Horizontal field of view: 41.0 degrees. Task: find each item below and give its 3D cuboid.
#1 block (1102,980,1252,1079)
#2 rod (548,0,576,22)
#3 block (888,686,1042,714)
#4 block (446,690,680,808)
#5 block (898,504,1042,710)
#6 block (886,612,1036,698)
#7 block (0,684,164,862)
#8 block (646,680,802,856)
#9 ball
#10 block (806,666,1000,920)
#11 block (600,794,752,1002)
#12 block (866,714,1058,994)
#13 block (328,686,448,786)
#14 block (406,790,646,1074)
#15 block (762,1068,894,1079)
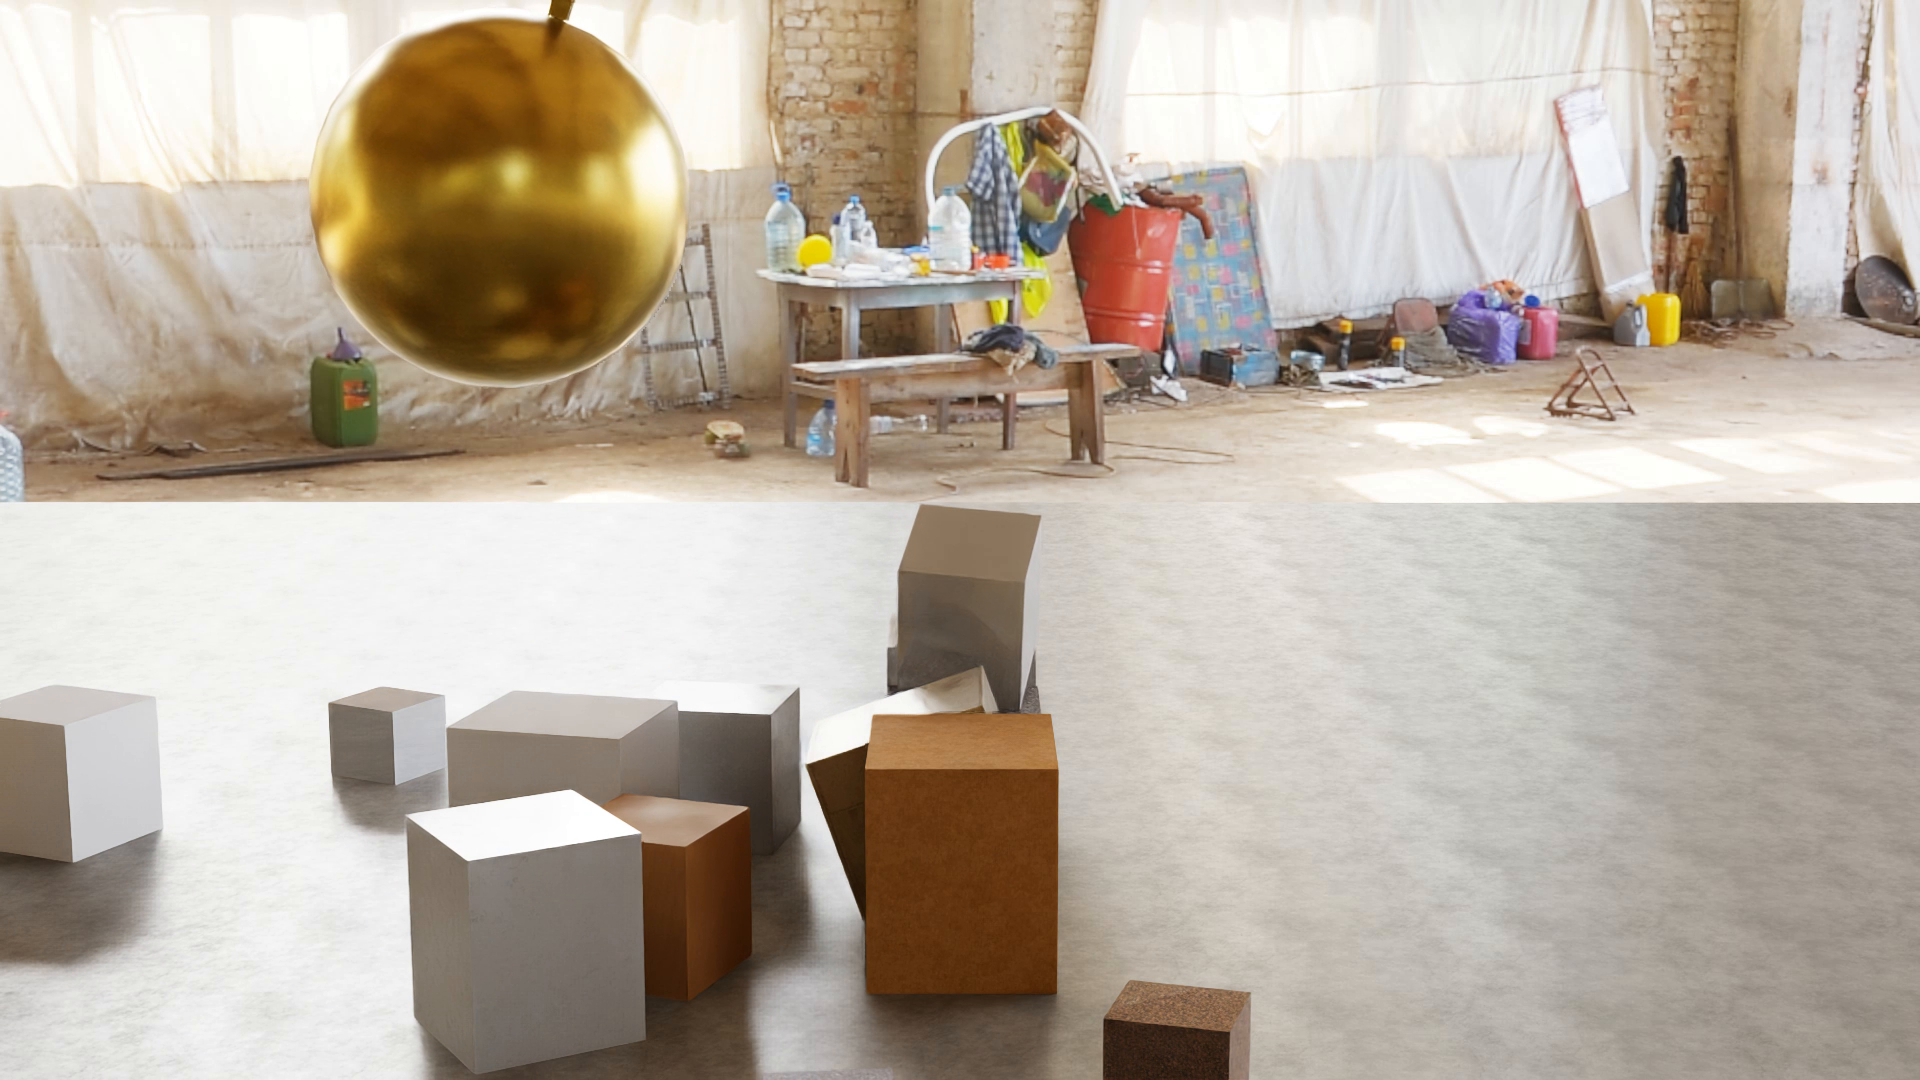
[{"bbox_3d":[0.729,1.769,8.611,0.423,0.438,0.383,3,11,16],"label":"block"},{"bbox_3d":[-0.844,-4.612,10.342,0.080,5.200,0.080,19,10,-3],"label":"rod"},{"bbox_3d":[0.016,1.078,11.783,0.702,0.664,0.718,0,10,0],"label":"block"},{"bbox_3d":[-1.706,1.134,11.135,0.782,0.784,0.691,3,11,14],"label":"block"},{"bbox_3d":[0.045,0.302,11.738,0.566,0.678,0.599,5,31,7],"label":"block"},{"bbox_3d":[0.006,0.851,12.516,0.701,0.848,0.788,0,10,0],"label":"block"},{"bbox_3d":[-4.158,1.070,11.899,0.614,0.637,0.596,5,11,23],"label":"block"},{"bbox_3d":[-1.124,1.051,11.939,0.652,0.660,0.556,2,10,10],"label":"block"},{"bbox_3d":[-1.948,-1.448,10.917,1.600,1.600,1.600,0,10,0],"label":"ball"},{"bbox_3d":[-0.155,1.076,11.041,0.780,0.716,0.716,-19,10,4],"label":"block"},{"bbox_3d":[-1.205,1.401,10.140,0.566,0.616,0.574,4,11,20],"label":"block"},{"bbox_3d":[0.007,1.236,10.261,0.737,0.897,0.861,0,10,0],"label":"block"},{"bbox_3d":[-2.911,0.991,13.064,0.421,0.376,0.405,6,12,28],"label":"block"},{"bbox_3d":[-1.607,1.430,9.486,0.659,0.791,0.659,-6,12,-30],"label":"block"},{"bbox_3d":[-0.402,1.913,8.006,0.413,0.372,0.427,-1,10,-6],"label":"block"}]
